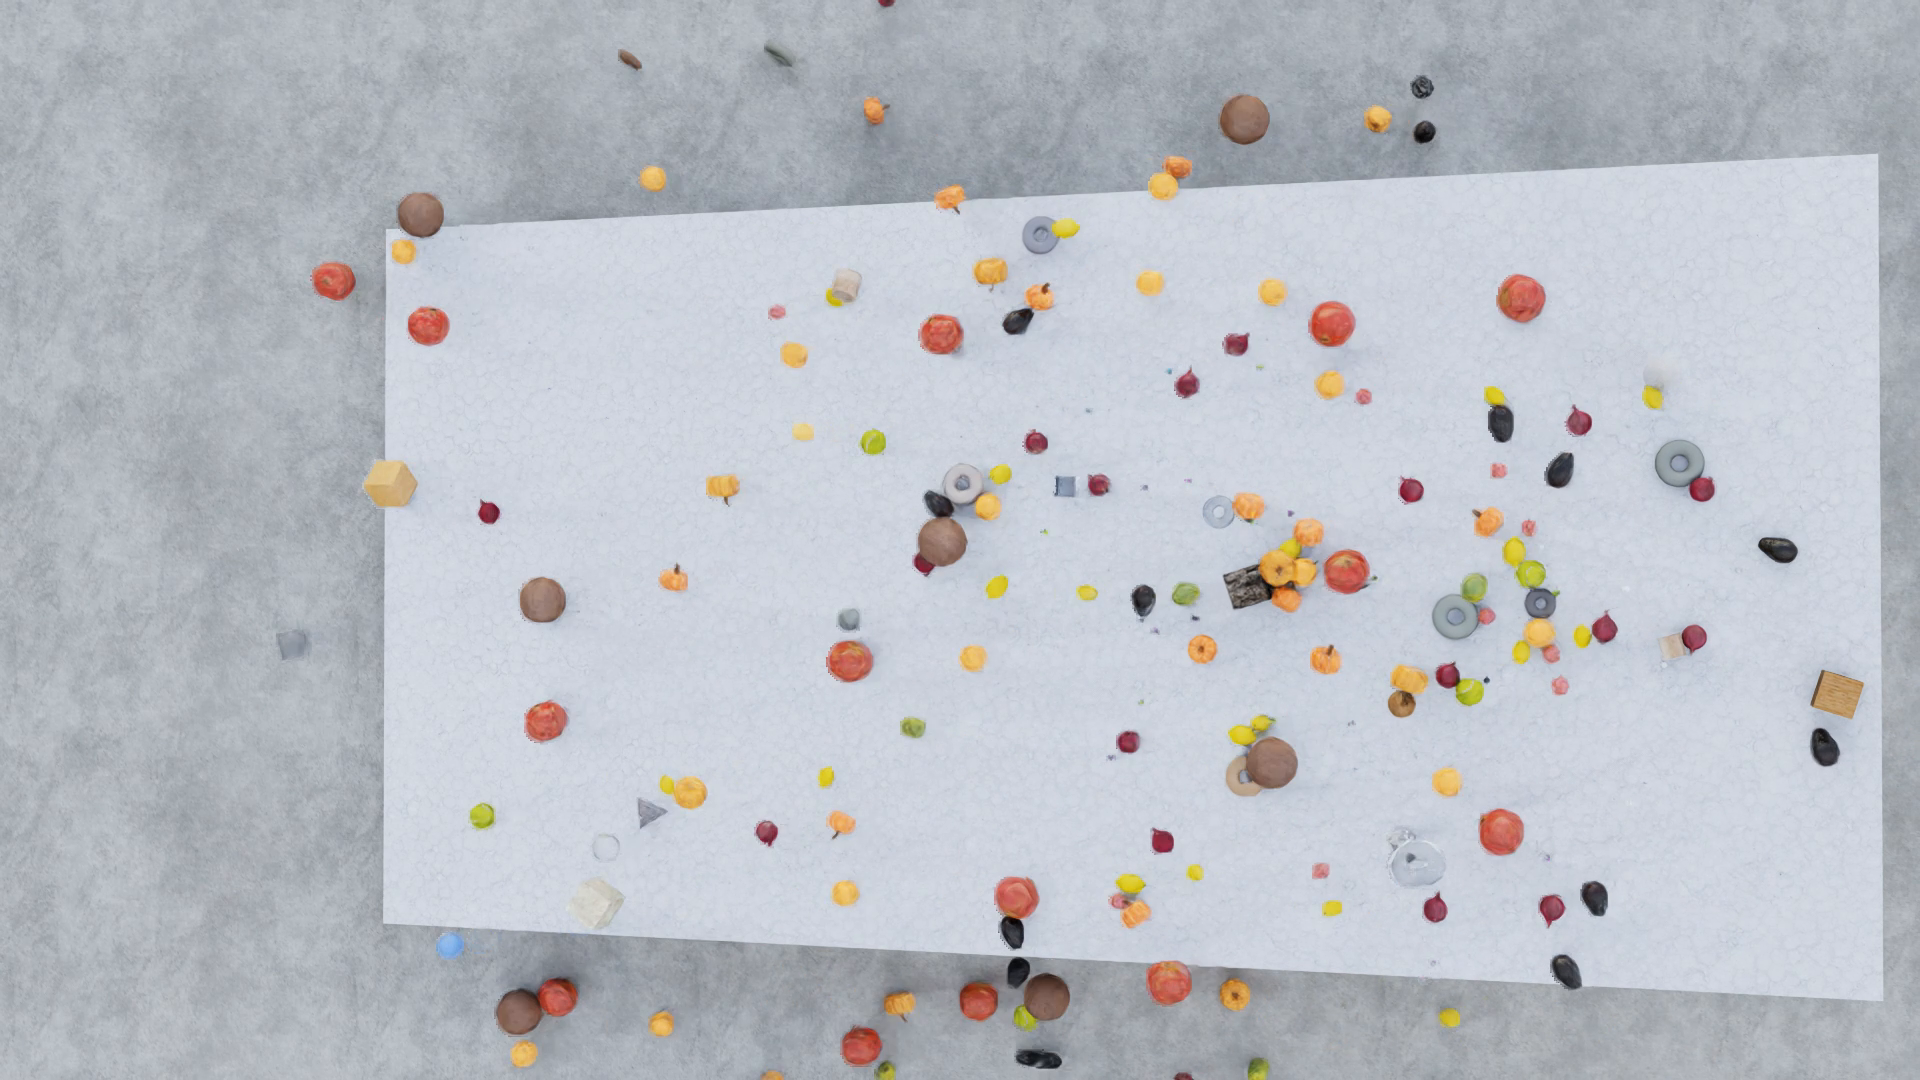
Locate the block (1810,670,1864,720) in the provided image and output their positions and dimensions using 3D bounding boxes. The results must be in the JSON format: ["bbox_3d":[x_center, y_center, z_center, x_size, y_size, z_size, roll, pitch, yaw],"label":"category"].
[{"bbox_3d":[2.063,0.363,5.173,0.090,0.090,0.090,18,94,16],"label":"block"}]

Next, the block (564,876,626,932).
[{"bbox_3d":[-1.007,1.005,6.078,0.099,0.099,0.099,36,99,14],"label":"block"}]

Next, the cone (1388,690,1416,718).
[{"bbox_3d":[1.096,0.411,5.473,0.068,0.068,0.068,0,89,17],"label":"cone"}]

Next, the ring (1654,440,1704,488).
[{"bbox_3d":[1.736,-0.185,5.306,0.115,0.038,0.115,0,89,18],"label":"ring"}]

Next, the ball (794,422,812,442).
[{"bbox_3d":[-0.424,-0.291,5.948,0.051,0.051,0.051,0,89,0],"label":"ball"}]

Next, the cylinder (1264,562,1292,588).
[{"bbox_3d":[0.805,0.090,5.572,0.054,0.054,0.054,-19,89,0],"label":"cylinder"}]

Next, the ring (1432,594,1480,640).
[{"bbox_3d":[1.229,0.190,5.452,0.114,0.038,0.114,0,88,16],"label":"ring"}]

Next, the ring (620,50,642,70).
[{"bbox_3d":[-0.962,-1.401,6.418,0.075,0.075,0.025,37,87,0],"label":"ring"}]

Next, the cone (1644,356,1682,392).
[{"bbox_3d":[1.692,-0.403,5.295,0.090,0.090,0.090,0,89,17],"label":"cone"}]

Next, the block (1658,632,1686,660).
[{"bbox_3d":[1.715,0.257,5.297,0.054,0.054,0.054,-17,84,16],"label":"block"}]

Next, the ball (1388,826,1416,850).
[{"bbox_3d":[1.099,0.746,5.468,0.067,0.067,0.067,0,89,0],"label":"ball"}]

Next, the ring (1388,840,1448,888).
[{"bbox_3d":[1.132,0.801,5.437,0.143,0.048,0.143,2,127,3],"label":"ring"}]

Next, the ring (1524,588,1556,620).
[{"bbox_3d":[1.426,0.156,5.400,0.077,0.026,0.077,1,93,19],"label":"ring"}]

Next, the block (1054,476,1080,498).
[{"bbox_3d":[0.280,-0.139,5.734,0.052,0.052,0.052,2,90,17],"label":"block"}]

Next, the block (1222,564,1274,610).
[{"bbox_3d":[0.730,0.119,5.574,0.092,0.092,0.092,-19,84,16],"label":"block"}]

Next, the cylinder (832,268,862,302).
[{"bbox_3d":[-0.303,-0.683,5.898,0.068,0.068,0.068,16,73,0],"label":"cylinder"}]

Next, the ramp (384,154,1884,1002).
[{"bbox_3d":[0.272,0.095,5.812,4.000,0.100,2.000,0,89,17],"label":"ramp"}]

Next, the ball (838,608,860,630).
[{"bbox_3d":[-0.297,0.212,5.896,0.062,0.062,0.062,0,89,0],"label":"ball"}]

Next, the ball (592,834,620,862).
[{"bbox_3d":[-0.959,0.833,5.957,0.075,0.075,0.075,0,89,0],"label":"ball"}]

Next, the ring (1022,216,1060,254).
[{"bbox_3d":[0.212,-0.800,5.773,0.103,0.034,0.103,-1,88,17],"label":"ring"}]

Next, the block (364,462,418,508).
[{"bbox_3d":[-1.618,-0.159,6.255,0.092,0.092,0.092,0,48,20],"label":"block"}]

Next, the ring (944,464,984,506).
[{"bbox_3d":[0.008,-0.148,5.823,0.112,0.037,0.112,0,90,17],"label":"ring"}]

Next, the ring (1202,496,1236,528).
[{"bbox_3d":[0.663,-0.071,5.630,0.087,0.029,0.087,0,90,18],"label":"ring"}]

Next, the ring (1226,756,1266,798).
[{"bbox_3d":[0.727,0.603,5.596,0.106,0.035,0.106,-2,84,15],"label":"ring"}]

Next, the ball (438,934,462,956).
[{"bbox_3d":[-1.451,1.151,6.256,0.065,0.065,0.065,0,89,0],"label":"ball"}]

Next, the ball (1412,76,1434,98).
[{"bbox_3d":[1.281,-1.252,6.092,0.060,0.060,0.060,0,89,0],"label":"ball"}]

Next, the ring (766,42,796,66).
[{"bbox_3d":[-0.521,-1.418,6.407,0.097,0.097,0.032,33,86,0],"label":"ring"}]

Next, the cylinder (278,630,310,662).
[{"bbox_3d":[-1.936,0.307,6.387,0.077,0.077,0.077,-13,90,0],"label":"cylinder"}]
